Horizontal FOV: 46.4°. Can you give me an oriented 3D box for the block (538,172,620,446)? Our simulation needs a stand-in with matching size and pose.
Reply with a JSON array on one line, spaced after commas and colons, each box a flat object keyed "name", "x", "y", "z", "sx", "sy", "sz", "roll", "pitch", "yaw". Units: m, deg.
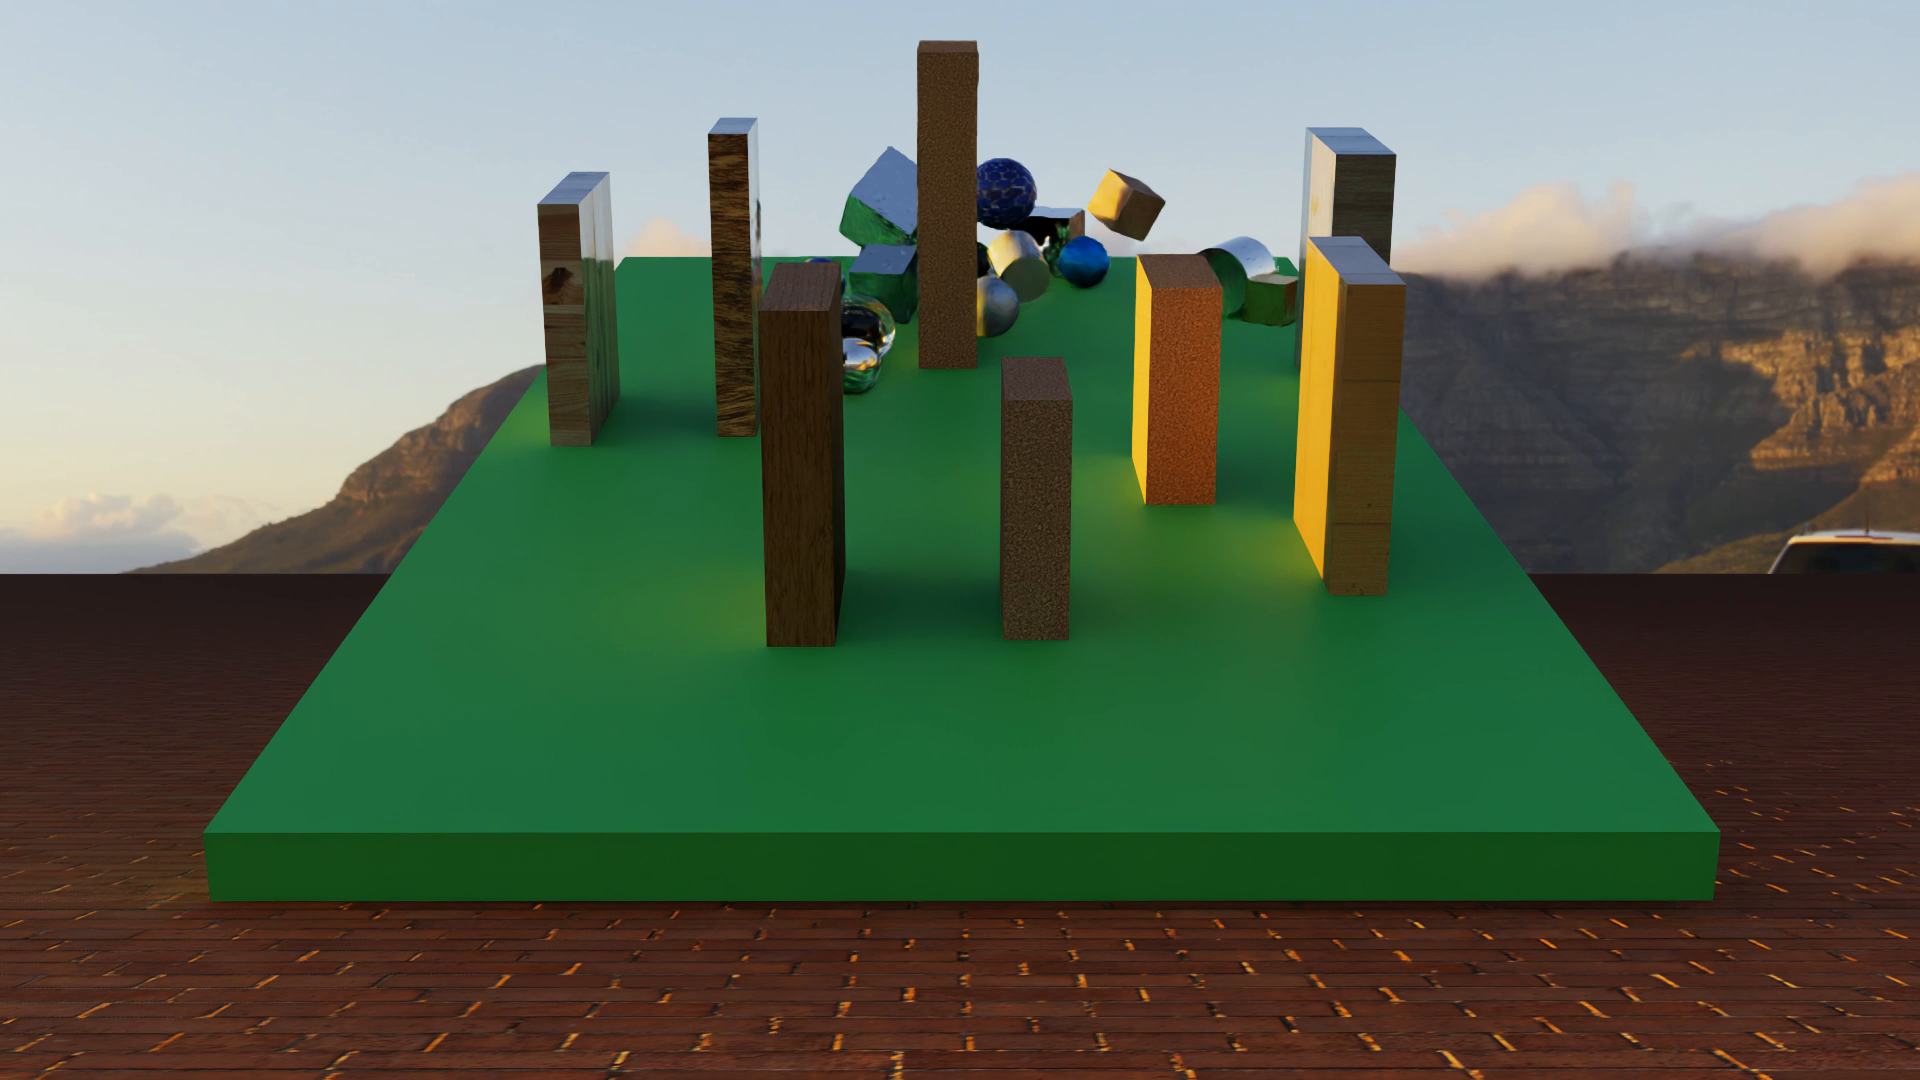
[{"name": "block", "x": -0.823, "y": -0.510, "z": 4.862, "sx": 0.085, "sy": 0.514, "sz": 0.435, "roll": 0, "pitch": 18, "yaw": 0}]

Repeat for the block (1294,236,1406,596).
[{"name": "block", "x": 0.683, "y": -0.230, "z": 3.963, "sx": 0.097, "sy": 0.541, "sz": 0.435, "roll": 0, "pitch": 18, "yaw": 0}]

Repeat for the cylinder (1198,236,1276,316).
[{"name": "cylinder", "x": 0.725, "y": -0.706, "z": 5.998, "sx": 0.186, "sy": 0.186, "sz": 0.186, "roll": 0, "pitch": 16, "yaw": 32}]

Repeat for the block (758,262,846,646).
[{"name": "block", "x": -0.257, "y": -0.150, "z": 3.700, "sx": 0.110, "sy": 0.550, "sz": 0.386, "roll": 0, "pitch": 18, "yaw": 0}]

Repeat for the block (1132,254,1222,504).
[{"name": "block", "x": 0.426, "y": -0.324, "z": 4.438, "sx": 0.134, "sy": 0.426, "sz": 0.344, "roll": 0, "pitch": 18, "yaw": 0}]

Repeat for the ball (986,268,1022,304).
[{"name": "ball", "x": 0.129, "y": -0.692, "z": 6.042, "sx": 0.130, "sy": 0.130, "sz": 0.130, "roll": 0, "pitch": -1, "yaw": 0}]

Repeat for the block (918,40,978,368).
[{"name": "block", "x": -0.029, "y": -0.811, "z": 5.409, "sx": 0.141, "sy": 0.749, "sz": 0.271, "roll": 0, "pitch": 18, "yaw": 0}]

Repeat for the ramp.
[{"name": "ramp", "x": -0.004, "y": -0.187, "z": 4.864, "sx": 2.000, "sy": 0.100, "sz": 4.000, "roll": 0, "pitch": 18, "yaw": 0}]

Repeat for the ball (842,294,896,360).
[{"name": "ball", "x": -0.244, "y": -0.504, "z": 5.393, "sx": 0.175, "sy": 0.175, "sz": 0.175, "roll": 0, "pitch": -1, "yaw": 0}]

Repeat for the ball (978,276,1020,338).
[{"name": "ball", "x": 0.073, "y": -0.594, "z": 5.702, "sx": 0.155, "sy": 0.155, "sz": 0.155, "roll": 0, "pitch": -1, "yaw": 0}]

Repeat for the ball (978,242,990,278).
[{"name": "ball", "x": 0.024, "y": -0.761, "z": 6.226, "sx": 0.149, "sy": 0.149, "sz": 0.149, "roll": 0, "pitch": -1, "yaw": 0}]

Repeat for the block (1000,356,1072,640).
[{"name": "block", "x": 0.123, "y": -0.074, "z": 3.709, "sx": 0.106, "sy": 0.401, "sz": 0.294, "roll": 0, "pitch": 18, "yaw": 0}]

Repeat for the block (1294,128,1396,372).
[{"name": "block", "x": 0.881, "y": -0.633, "z": 5.154, "sx": 0.132, "sy": 0.572, "sz": 0.438, "roll": 0, "pitch": 18, "yaw": 0}]

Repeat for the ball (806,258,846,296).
[{"name": "ball", "x": -0.376, "y": -0.691, "z": 6.022, "sx": 0.140, "sy": 0.140, "sz": 0.140, "roll": 0, "pitch": -1, "yaw": 0}]

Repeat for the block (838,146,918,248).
[{"name": "block", "x": -0.187, "y": -0.929, "z": 6.278, "sx": 0.204, "sy": 0.204, "sz": 0.204, "roll": 35, "pitch": -26, "yaw": 4}]

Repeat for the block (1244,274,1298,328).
[{"name": "block", "x": 0.825, "y": -0.631, "z": 5.888, "sx": 0.113, "sy": 0.113, "sz": 0.113, "roll": 11, "pitch": 21, "yaw": 31}]

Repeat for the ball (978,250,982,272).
[{"name": "ball", "x": 0.004, "y": -0.797, "z": 6.386, "sx": 0.117, "sy": 0.117, "sz": 0.117, "roll": 0, "pitch": -1, "yaw": 0}]

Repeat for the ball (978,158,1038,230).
[{"name": "ball", "x": 0.116, "y": -0.975, "z": 6.298, "sx": 0.202, "sy": 0.202, "sz": 0.202, "roll": 0, "pitch": -1, "yaw": 0}]

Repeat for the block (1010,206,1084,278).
[{"name": "block", "x": 0.254, "y": -0.867, "z": 6.507, "sx": 0.174, "sy": 0.174, "sz": 0.174, "roll": 6, "pitch": 18, "yaw": 17}]

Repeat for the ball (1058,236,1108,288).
[{"name": "ball", "x": 0.347, "y": -0.782, "z": 6.299, "sx": 0.144, "sy": 0.144, "sz": 0.144, "roll": 0, "pitch": -1, "yaw": 0}]

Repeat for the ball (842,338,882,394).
[{"name": "ball", "x": -0.246, "y": -0.399, "z": 5.141, "sx": 0.132, "sy": 0.132, "sz": 0.132, "roll": 0, "pitch": -1, "yaw": 0}]

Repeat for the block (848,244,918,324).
[{"name": "block", "x": -0.194, "y": -0.676, "z": 5.902, "sx": 0.147, "sy": 0.147, "sz": 0.147, "roll": 5, "pitch": 38, "yaw": 15}]

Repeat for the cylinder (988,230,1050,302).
[{"name": "cylinder", "x": 0.153, "y": -0.714, "z": 5.835, "sx": 0.138, "sy": 0.138, "sz": 0.138, "roll": 0, "pitch": 38, "yaw": -16}]

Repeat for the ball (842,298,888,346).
[{"name": "ball", "x": -0.241, "y": -0.543, "z": 5.591, "sx": 0.126, "sy": 0.126, "sz": 0.126, "roll": 0, "pitch": -1, "yaw": 0}]

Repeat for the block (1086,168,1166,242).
[{"name": "block", "x": 0.479, "y": -0.964, "z": 6.449, "sx": 0.134, "sy": 0.134, "sz": 0.134, "roll": 12, "pitch": 26, "yaw": -41}]

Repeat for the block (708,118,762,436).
[{"name": "block", "x": -0.480, "y": -0.569, "z": 4.832, "sx": 0.082, "sy": 0.646, "sz": 0.260, "roll": 0, "pitch": 18, "yaw": 0}]
